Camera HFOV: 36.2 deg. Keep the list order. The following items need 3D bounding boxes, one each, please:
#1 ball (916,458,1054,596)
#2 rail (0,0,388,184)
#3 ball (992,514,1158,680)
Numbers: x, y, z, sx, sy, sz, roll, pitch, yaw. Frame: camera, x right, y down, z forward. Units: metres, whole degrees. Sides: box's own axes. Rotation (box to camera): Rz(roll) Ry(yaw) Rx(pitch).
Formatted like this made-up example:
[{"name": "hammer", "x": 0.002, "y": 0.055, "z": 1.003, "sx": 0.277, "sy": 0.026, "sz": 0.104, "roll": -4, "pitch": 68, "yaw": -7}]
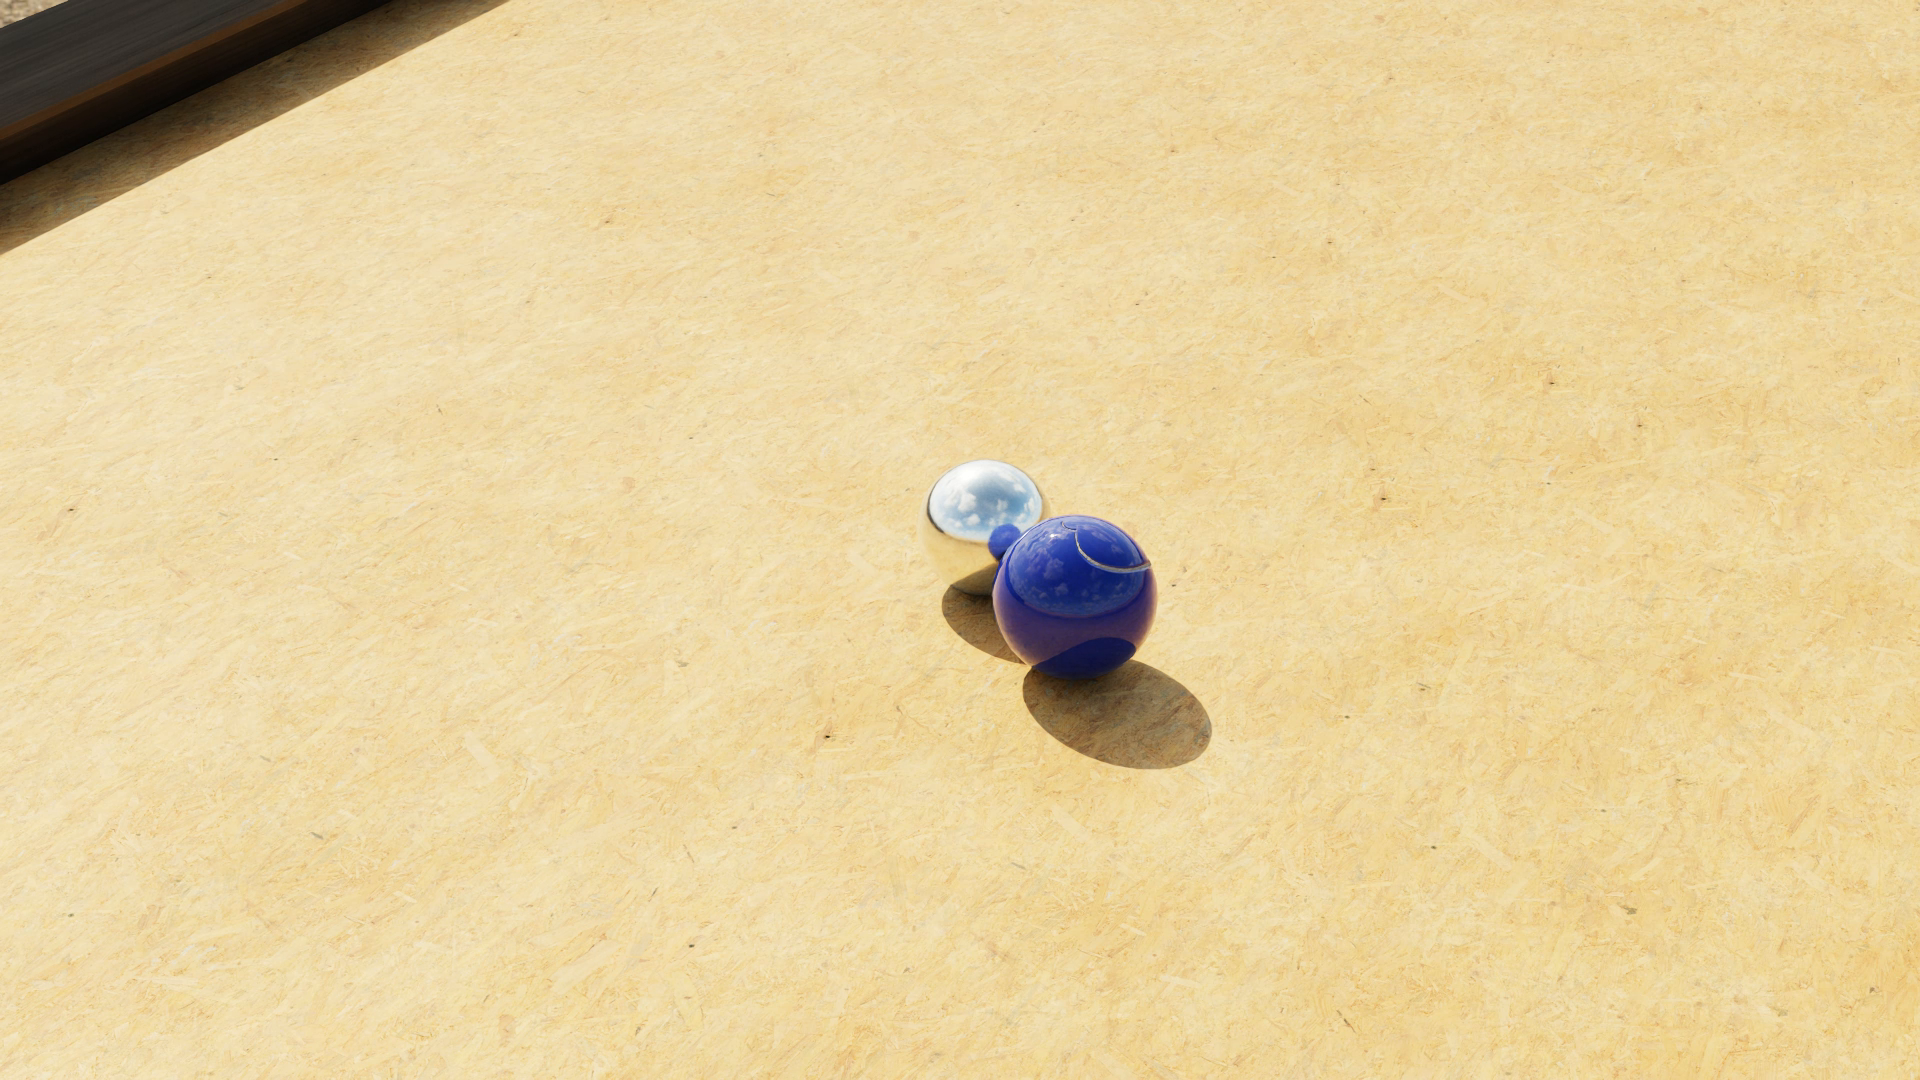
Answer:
[{"name": "ball", "x": 0.015, "y": -0.008, "z": 1.727, "sx": 0.081, "sy": 0.081, "sz": 0.081, "roll": 0, "pitch": 27, "yaw": 0}, {"name": "rail", "x": -0.489, "y": -0.591, "z": 2.810, "sx": 0.045, "sy": 0.120, "sz": 3.689, "roll": 12, "pitch": 30, "yaw": 22}, {"name": "ball", "x": 0.064, "y": 0.032, "z": 1.639, "sx": 0.093, "sy": 0.093, "sz": 0.093, "roll": 0, "pitch": 27, "yaw": 0}]
